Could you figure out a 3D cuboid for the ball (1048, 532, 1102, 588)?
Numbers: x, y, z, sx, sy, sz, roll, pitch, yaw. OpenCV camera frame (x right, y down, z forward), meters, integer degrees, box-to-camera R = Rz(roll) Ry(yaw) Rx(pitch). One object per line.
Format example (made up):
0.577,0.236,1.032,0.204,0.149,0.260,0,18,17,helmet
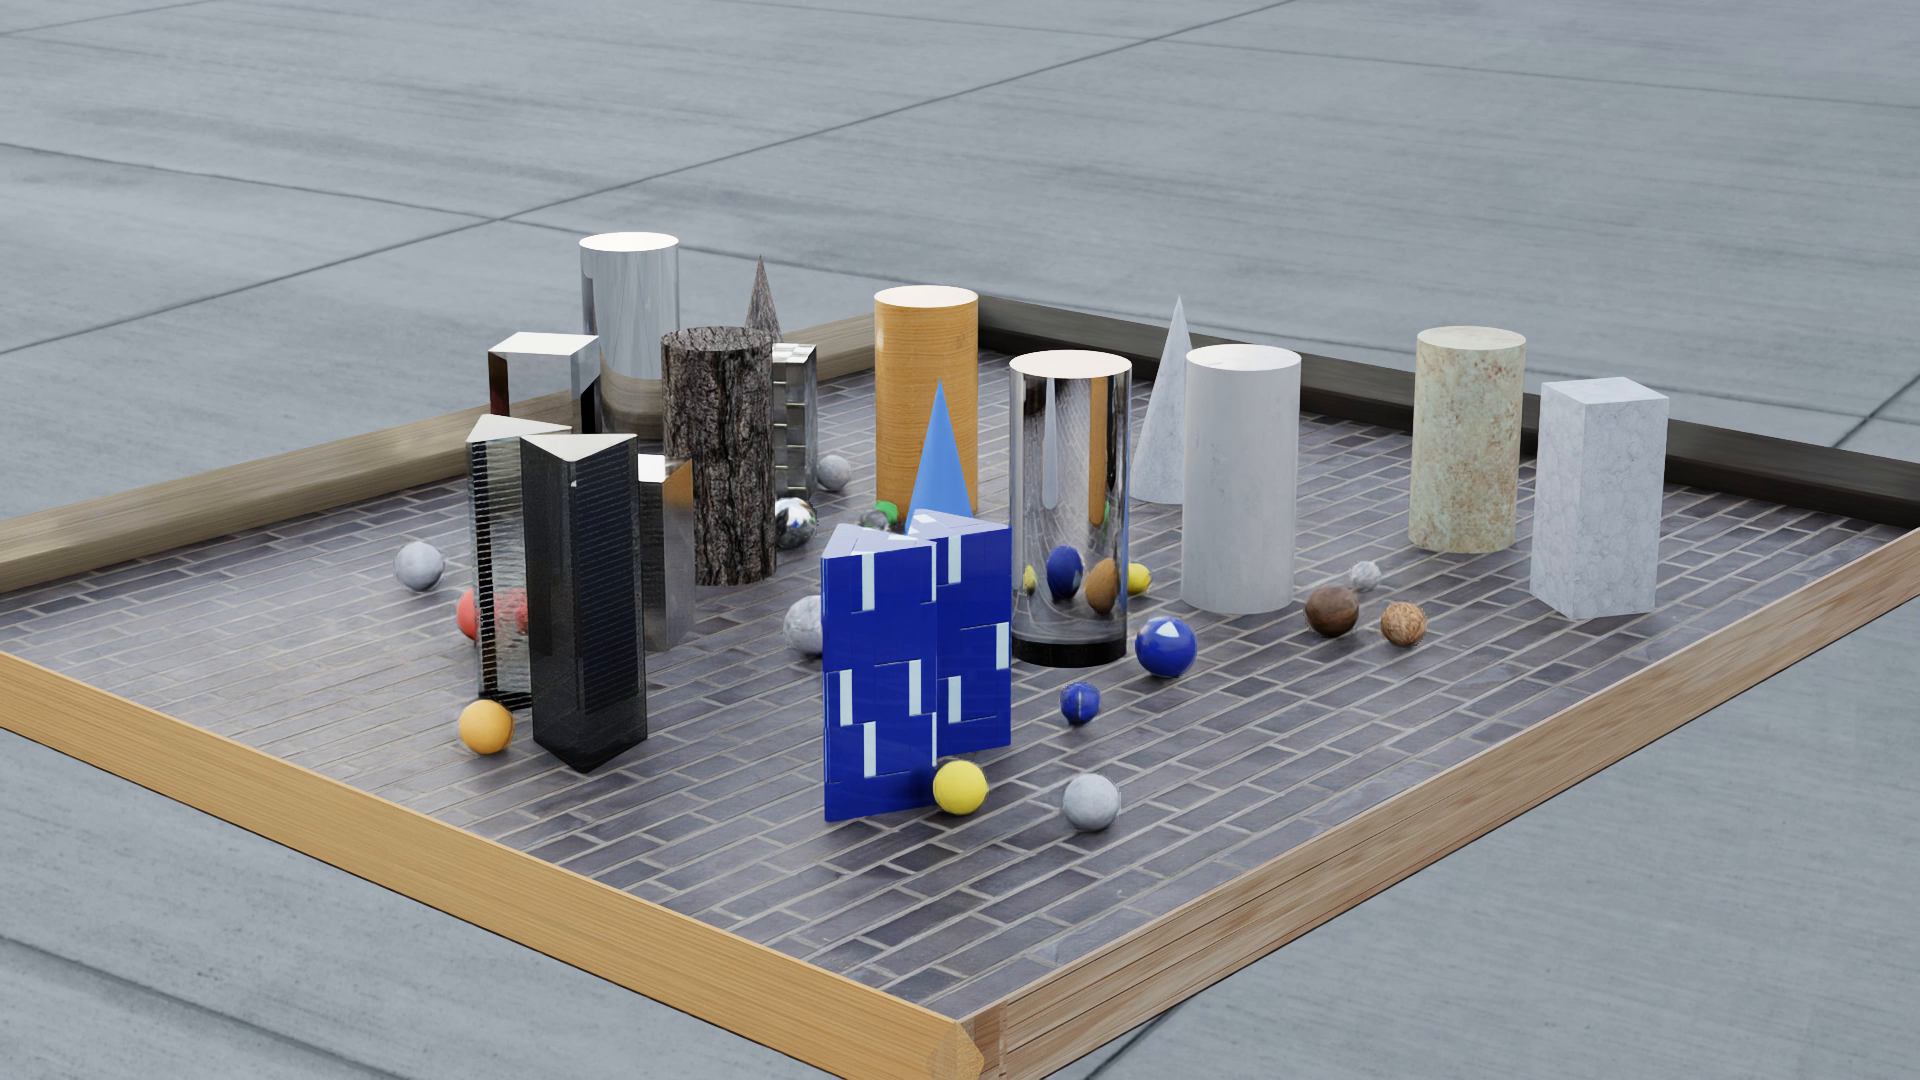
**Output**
0.203,0.034,5.168,0.098,0.098,0.098,0,17,0,ball

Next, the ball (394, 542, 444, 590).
-0.951,0.046,5.151,0.085,0.085,0.085,0,17,0,ball

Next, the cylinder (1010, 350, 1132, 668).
0.178,-0.052,4.783,0.196,0.484,0.196,0,17,0,cylinder

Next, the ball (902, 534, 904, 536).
-0.098,0.023,5.261,0.065,0.065,0.065,0,17,0,ball

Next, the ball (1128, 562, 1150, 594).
0.306,0.067,5.132,0.055,0.055,0.055,0,17,0,ball

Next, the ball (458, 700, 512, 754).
-0.710,0.279,4.384,0.081,0.081,0.081,0,17,0,ball

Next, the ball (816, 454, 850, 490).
-0.249,-0.133,5.771,0.069,0.069,0.069,0,17,0,ball

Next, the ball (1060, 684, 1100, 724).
0.184,0.252,4.507,0.062,0.062,0.062,0,17,0,ball

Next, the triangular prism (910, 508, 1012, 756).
-0.031,0.136,4.407,0.170,0.342,0.147,-8,19,-25,triangular prism

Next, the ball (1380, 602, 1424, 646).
0.734,0.139,4.863,0.073,0.073,0.073,0,17,0,ball

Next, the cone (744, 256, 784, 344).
-0.403,-0.379,5.980,0.196,0.420,0.196,0,17,0,cone

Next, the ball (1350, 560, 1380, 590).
0.712,0.063,5.150,0.053,0.053,0.053,0,17,0,ball

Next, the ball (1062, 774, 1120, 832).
0.183,0.367,4.095,0.080,0.080,0.080,0,17,0,ball

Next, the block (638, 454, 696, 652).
-0.541,0.019,4.881,0.157,0.292,0.157,4,17,12,block

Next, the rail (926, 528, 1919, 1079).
0.944,0.269,4.335,0.045,0.127,2.945,14,22,39,rail

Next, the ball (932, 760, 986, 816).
-0.001,0.351,4.153,0.077,0.077,0.077,0,17,0,ball

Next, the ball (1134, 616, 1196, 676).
0.330,0.171,4.713,0.098,0.098,0.098,0,17,0,ball

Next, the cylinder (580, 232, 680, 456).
-0.661,-0.378,5.917,0.196,0.454,0.196,0,17,0,cylinder

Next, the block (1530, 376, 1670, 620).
1.096,-0.073,5.037,0.157,0.379,0.157,-5,17,-16,block

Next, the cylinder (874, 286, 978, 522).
-0.064,-0.260,5.589,0.196,0.417,0.196,0,17,0,cylinder

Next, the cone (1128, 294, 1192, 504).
0.424,-0.287,5.717,0.196,0.396,0.196,0,17,0,cone

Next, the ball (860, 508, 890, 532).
-0.159,-0.031,5.455,0.056,0.056,0.056,0,17,0,ball

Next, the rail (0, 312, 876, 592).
-0.944,-0.205,5.905,0.045,0.127,2.945,14,22,39,rail

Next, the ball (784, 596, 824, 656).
-0.239,0.140,4.816,0.098,0.098,0.098,0,17,0,ball

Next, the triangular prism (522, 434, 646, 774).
-0.538,0.084,4.348,0.147,0.476,0.170,-11,20,-31,triangular prism

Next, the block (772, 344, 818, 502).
-0.367,-0.227,5.715,0.157,0.283,0.157,2,17,6,block

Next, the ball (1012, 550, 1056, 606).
0.117,0.066,5.064,0.096,0.096,0.096,0,17,0,ball

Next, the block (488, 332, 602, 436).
-0.759,-0.181,5.405,0.157,0.372,0.157,4,17,12,block

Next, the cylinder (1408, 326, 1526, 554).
0.934,-0.186,5.407,0.196,0.382,0.196,0,17,0,cylinder

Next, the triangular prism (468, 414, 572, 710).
-0.706,0.032,4.586,0.170,0.439,0.147,-10,19,-29,triangular prism

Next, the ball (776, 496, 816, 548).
-0.312,-0.032,5.395,0.094,0.094,0.094,0,17,0,ball

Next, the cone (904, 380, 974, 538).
-0.033,-0.067,4.932,0.196,0.427,0.196,0,17,0,cone

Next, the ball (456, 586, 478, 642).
-0.788,0.123,4.875,0.097,0.097,0.097,0,17,0,ball

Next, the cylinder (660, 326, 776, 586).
-0.428,-0.150,5.212,0.196,0.426,0.196,0,17,0,cylinder

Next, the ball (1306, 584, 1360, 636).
0.623,0.117,4.906,0.090,0.090,0.090,0,17,0,ball

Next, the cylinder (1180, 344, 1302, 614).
0.483,-0.106,5.060,0.196,0.429,0.196,0,17,0,cylinder

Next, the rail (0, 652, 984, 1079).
-0.950,0.348,4.072,2.548,0.127,0.045,14,22,39,rail

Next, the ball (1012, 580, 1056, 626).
0.123,0.106,4.963,0.078,0.078,0.078,0,17,0,ball

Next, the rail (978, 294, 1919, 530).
0.950,-0.284,6.168,2.548,0.127,0.045,14,22,39,rail

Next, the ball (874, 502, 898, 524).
-0.140,-0.050,5.534,0.047,0.047,0.047,0,17,0,ball

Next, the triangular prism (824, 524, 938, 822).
-0.140,0.182,4.174,0.170,0.389,0.147,-7,18,-23,triangular prism
